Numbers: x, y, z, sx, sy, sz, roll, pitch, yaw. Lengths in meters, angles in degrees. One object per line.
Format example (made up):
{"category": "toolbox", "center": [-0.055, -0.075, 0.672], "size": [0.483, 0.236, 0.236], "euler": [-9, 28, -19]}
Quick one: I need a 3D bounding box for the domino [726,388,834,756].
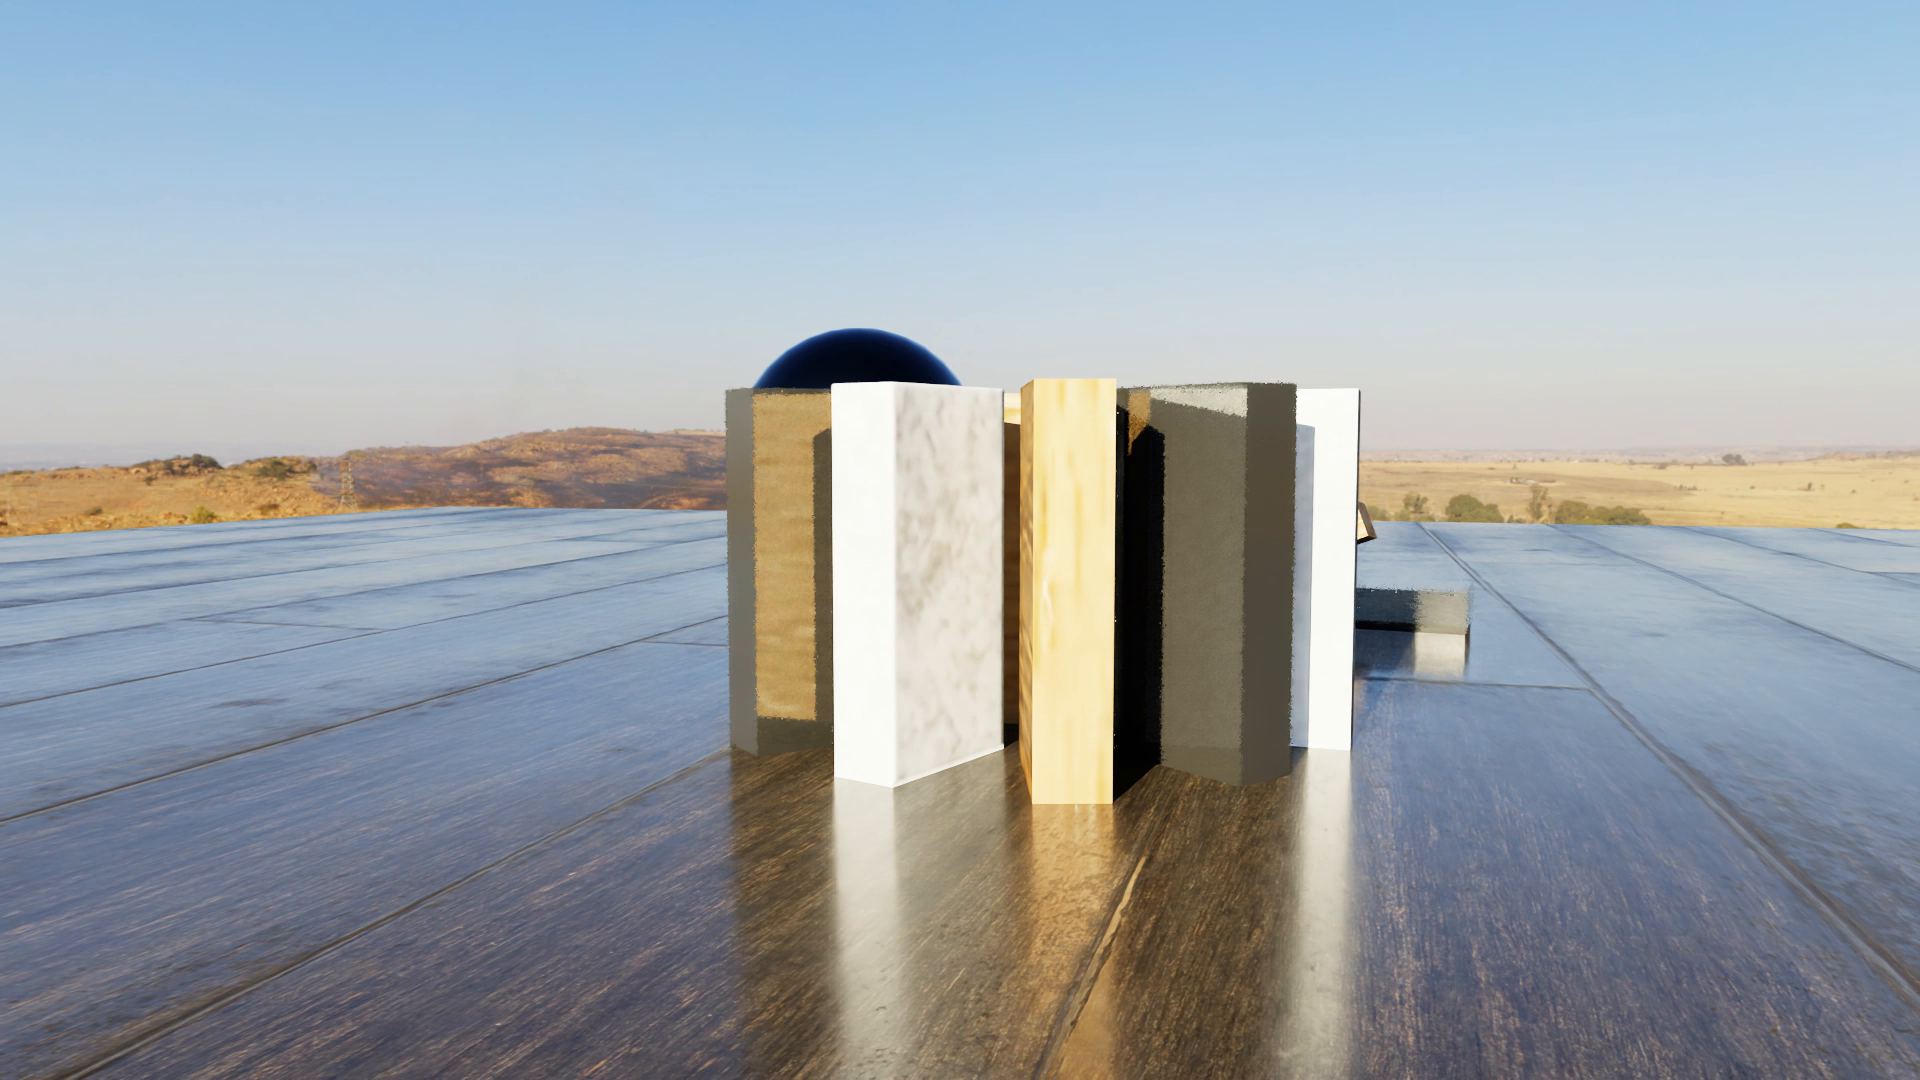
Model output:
{"category": "domino", "center": [-0.020, 0.004, 0.183], "size": [0.025, 0.050, 0.009], "euler": [-3, 5, -33]}

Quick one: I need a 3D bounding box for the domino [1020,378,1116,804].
{"category": "domino", "center": [0.013, 0.005, 0.163], "size": [0.009, 0.050, 0.025], "euler": [0, 4, -1]}

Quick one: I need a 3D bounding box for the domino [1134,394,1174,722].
{"category": "domino", "center": [0.041, 0.002, 0.204], "size": [0.025, 0.050, 0.010], "euler": [-2, 5, -24]}

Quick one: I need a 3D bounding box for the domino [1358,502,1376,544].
{"category": "domino", "center": [0.081, 0.003, 0.333], "size": [0.050, 0.009, 0.025], "euler": [-21, -9, 21]}

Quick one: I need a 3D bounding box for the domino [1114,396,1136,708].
{"category": "domino", "center": [0.028, 0.001, 0.219], "size": [0.010, 0.050, 0.025], "euler": [1, 4, 14]}

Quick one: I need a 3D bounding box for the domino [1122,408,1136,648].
{"category": "domino", "center": [0.032, -0.003, 0.275], "size": [0.025, 0.050, 0.009], "euler": [3, 5, 37]}

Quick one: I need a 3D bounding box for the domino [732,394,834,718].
{"category": "domino", "center": [-0.023, 0.002, 0.204], "size": [0.025, 0.050, 0.009], "euler": [2, 5, 20]}

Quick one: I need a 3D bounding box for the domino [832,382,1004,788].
{"category": "domino", "center": [-0.005, 0.005, 0.170], "size": [0.010, 0.050, 0.025], "euler": [3, 5, 35]}

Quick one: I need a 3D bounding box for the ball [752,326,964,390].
{"category": "ball", "center": [-0.033, -0.029, 0.417], "size": [0.080, 0.080, 0.080], "euler": [0, 4, 0]}

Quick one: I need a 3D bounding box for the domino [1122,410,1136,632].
{"category": "domino", "center": [0.044, -0.004, 0.291], "size": [0.025, 0.050, 0.010], "euler": [3, 5, 33]}

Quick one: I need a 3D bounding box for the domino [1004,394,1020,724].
{"category": "domino", "center": [0.003, 0.003, 0.199], "size": [0.025, 0.050, 0.010], "euler": [1, 4, 12]}

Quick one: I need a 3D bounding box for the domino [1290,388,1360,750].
{"category": "domino", "center": [0.044, 0.004, 0.185], "size": [0.025, 0.050, 0.010], "euler": [2, 5, 19]}

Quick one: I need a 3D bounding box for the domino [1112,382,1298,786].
{"category": "domino", "center": [0.031, 0.005, 0.170], "size": [0.009, 0.050, 0.025], "euler": [-3, 5, -37]}

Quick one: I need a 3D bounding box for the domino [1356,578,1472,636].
{"category": "domino", "center": [0.095, 0.015, 0.307], "size": [0.050, 0.009, 0.025], "euler": [2, 5, 24]}

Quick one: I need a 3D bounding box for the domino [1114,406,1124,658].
{"category": "domino", "center": [0.020, -0.002, 0.260], "size": [0.025, 0.050, 0.010], "euler": [4, 6, 40]}
